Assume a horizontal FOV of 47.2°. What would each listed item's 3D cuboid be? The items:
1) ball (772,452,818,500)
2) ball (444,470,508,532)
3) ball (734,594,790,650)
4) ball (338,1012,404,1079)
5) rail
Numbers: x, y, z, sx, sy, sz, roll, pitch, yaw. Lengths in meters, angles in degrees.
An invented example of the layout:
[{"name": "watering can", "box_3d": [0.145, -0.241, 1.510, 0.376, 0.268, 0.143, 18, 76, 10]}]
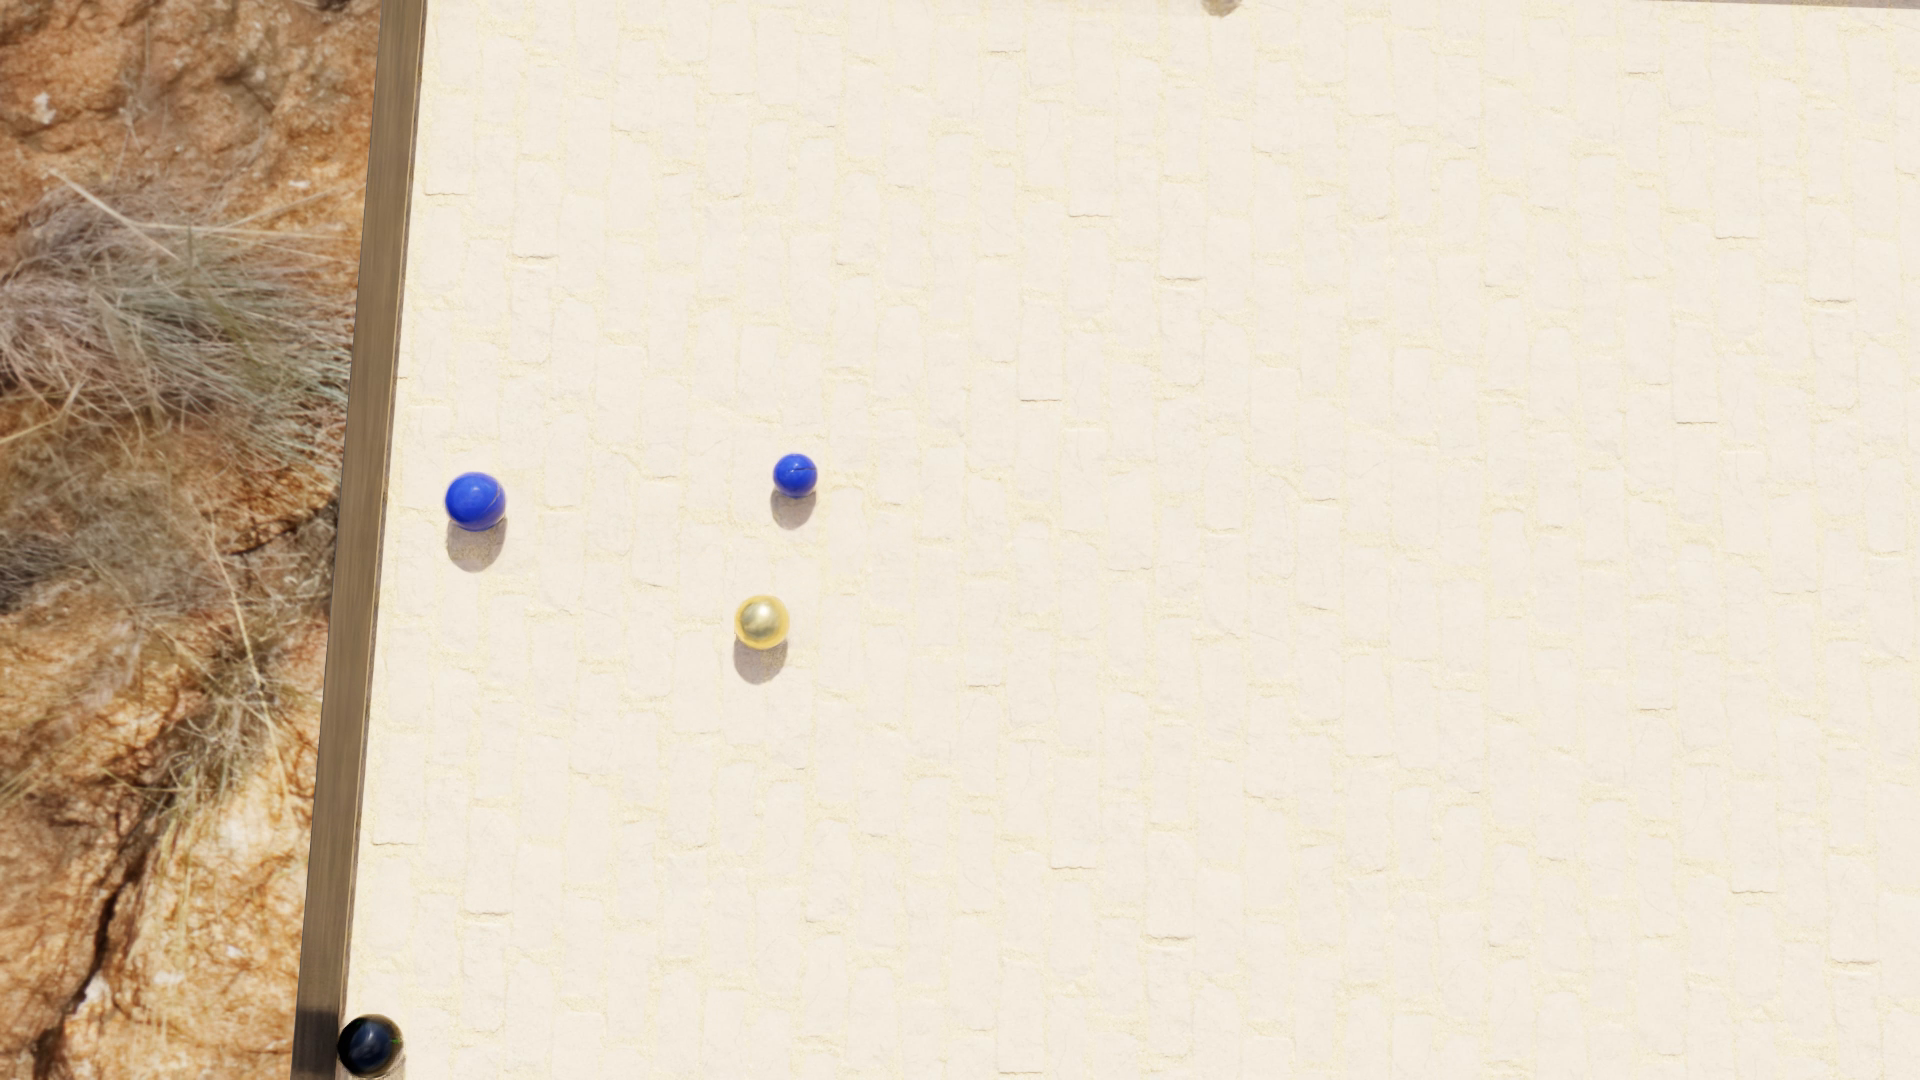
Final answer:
[{"name": "ball", "box_3d": [-0.247, -0.096, 3.300, 0.070, 0.070, 0.070, 0, 80, 0]}, {"name": "ball", "box_3d": [-0.723, -0.058, 3.282, 0.092, 0.092, 0.092, 0, 80, 0]}, {"name": "ball", "box_3d": [-0.292, 0.121, 3.255, 0.083, 0.083, 0.083, 0, 80, 0]}, {"name": "ball", "box_3d": [-0.842, 0.723, 3.145, 0.093, 0.093, 0.093, 0, 80, 0]}, {"name": "rail", "box_3d": [-0.882, -0.034, 3.262, 0.045, 0.120, 2.039, 2, 80, 0]}]
